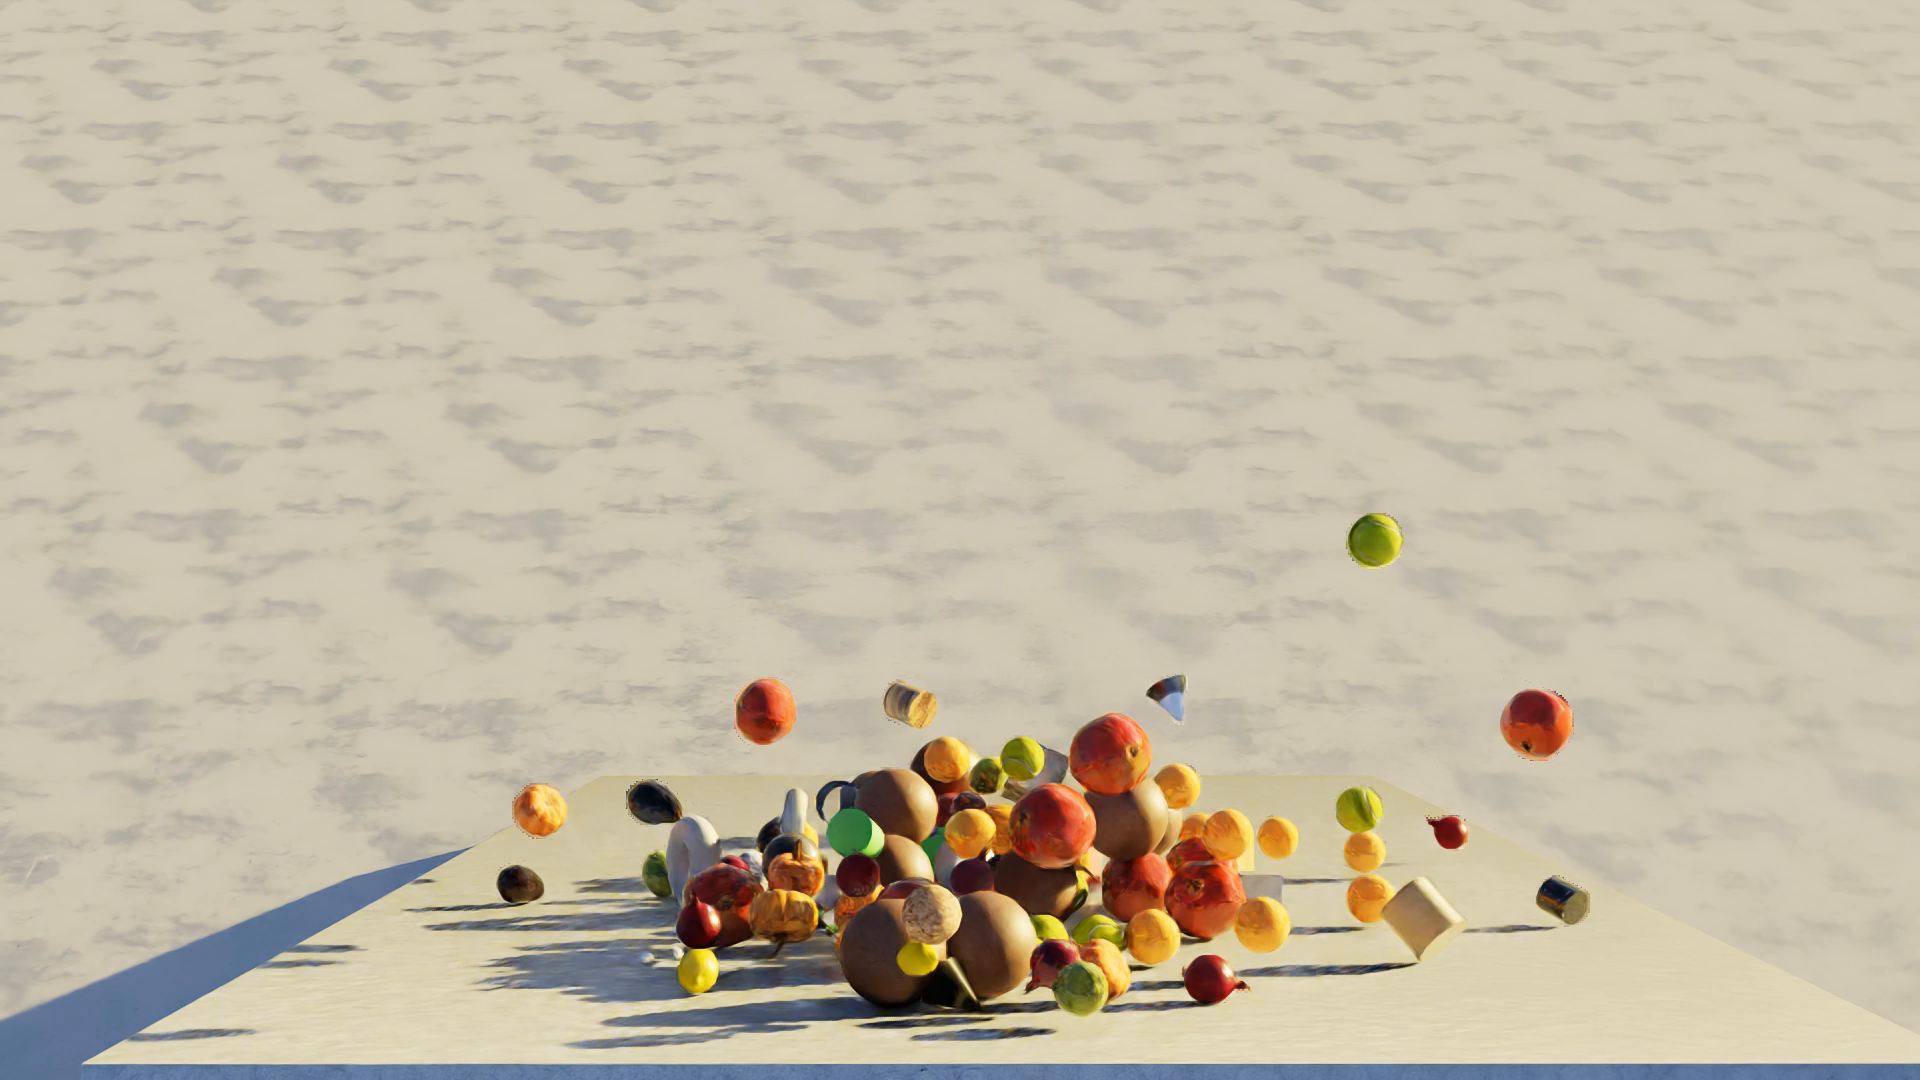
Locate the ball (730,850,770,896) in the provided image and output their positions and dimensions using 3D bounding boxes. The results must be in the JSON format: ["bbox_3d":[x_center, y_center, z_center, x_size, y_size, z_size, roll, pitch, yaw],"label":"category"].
[{"bbox_3d":[-0.336,0.538,4.187,0.072,0.072,0.072,0,32,0],"label":"ball"}]

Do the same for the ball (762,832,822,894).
[{"bbox_3d":[-0.242,0.462,3.716,0.087,0.087,0.087,0,32,0],"label":"ball"}]

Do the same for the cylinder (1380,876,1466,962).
[{"bbox_3d":[0.614,0.503,3.437,0.080,0.080,0.080,-24,61,-32],"label":"cylinder"}]

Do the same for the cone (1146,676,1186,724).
[{"bbox_3d":[0.315,0.243,3.814,0.065,0.065,0.065,-13,65,-20],"label":"cone"}]

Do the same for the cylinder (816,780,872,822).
[{"bbox_3d":[-0.226,0.516,5.020,0.088,0.088,0.088,-4,73,12],"label":"cylinder"}]

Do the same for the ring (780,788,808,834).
[{"bbox_3d":[-0.289,0.487,4.485,0.039,0.116,0.116,9,32,-4],"label":"ring"}]

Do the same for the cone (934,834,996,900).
[{"bbox_3d":[0.000,0.505,3.984,0.100,0.100,0.100,6,-4,9],"label":"cone"}]

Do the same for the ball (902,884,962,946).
[{"bbox_3d":[-0.033,0.431,2.980,0.069,0.069,0.069,0,32,0],"label":"ball"}]

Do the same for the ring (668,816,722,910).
[{"bbox_3d":[-0.403,0.489,3.930,0.048,0.144,0.144,-1,29,-29],"label":"ring"}]

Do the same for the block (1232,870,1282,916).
[{"bbox_3d":[0.454,0.539,3.966,0.062,0.062,0.062,0,-1,-8],"label":"block"}]

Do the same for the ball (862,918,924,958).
[{"bbox_3d":[-0.091,0.557,3.536,0.085,0.085,0.085,0,32,0],"label":"ball"}]

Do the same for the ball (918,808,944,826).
[{"bbox_3d":[-0.058,0.561,5.148,0.054,0.054,0.054,0,32,0],"label":"ball"}]

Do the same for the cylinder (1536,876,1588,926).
[{"bbox_3d":[0.885,0.531,3.808,0.053,0.053,0.053,-21,40,-30],"label":"cylinder"}]

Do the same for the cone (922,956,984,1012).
[{"bbox_3d":[0.001,0.539,3.064,0.067,0.067,0.067,33,43,18],"label":"cone"}]

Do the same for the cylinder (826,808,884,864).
[{"bbox_3d":[-0.145,0.413,3.608,0.066,0.066,0.066,-4,70,11],"label":"cylinder"}]

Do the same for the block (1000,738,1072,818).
[{"bbox_3d":[0.123,0.384,4.195,0.080,0.080,0.080,25,66,5],"label":"block"}]

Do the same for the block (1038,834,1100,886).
[{"bbox_3d":[0.184,0.539,4.362,0.075,0.075,0.075,-1,-1,40],"label":"block"}]

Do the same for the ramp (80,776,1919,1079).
[{"bbox_3d":[0.072,0.632,4.732,2.000,0.100,4.000,0,-1,0],"label":"ramp"}]

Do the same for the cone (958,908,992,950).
[{"bbox_3d":[0.012,0.521,3.513,0.050,0.050,0.050,-20,3,1],"label":"cone"}]

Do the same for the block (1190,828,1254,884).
[{"bbox_3d":[0.445,0.536,4.404,0.082,0.082,0.082,-1,-1,32],"label":"block"}]

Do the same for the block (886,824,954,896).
[{"bbox_3d":[-0.052,0.514,4.141,0.087,0.087,0.087,0,61,25],"label":"block"}]
